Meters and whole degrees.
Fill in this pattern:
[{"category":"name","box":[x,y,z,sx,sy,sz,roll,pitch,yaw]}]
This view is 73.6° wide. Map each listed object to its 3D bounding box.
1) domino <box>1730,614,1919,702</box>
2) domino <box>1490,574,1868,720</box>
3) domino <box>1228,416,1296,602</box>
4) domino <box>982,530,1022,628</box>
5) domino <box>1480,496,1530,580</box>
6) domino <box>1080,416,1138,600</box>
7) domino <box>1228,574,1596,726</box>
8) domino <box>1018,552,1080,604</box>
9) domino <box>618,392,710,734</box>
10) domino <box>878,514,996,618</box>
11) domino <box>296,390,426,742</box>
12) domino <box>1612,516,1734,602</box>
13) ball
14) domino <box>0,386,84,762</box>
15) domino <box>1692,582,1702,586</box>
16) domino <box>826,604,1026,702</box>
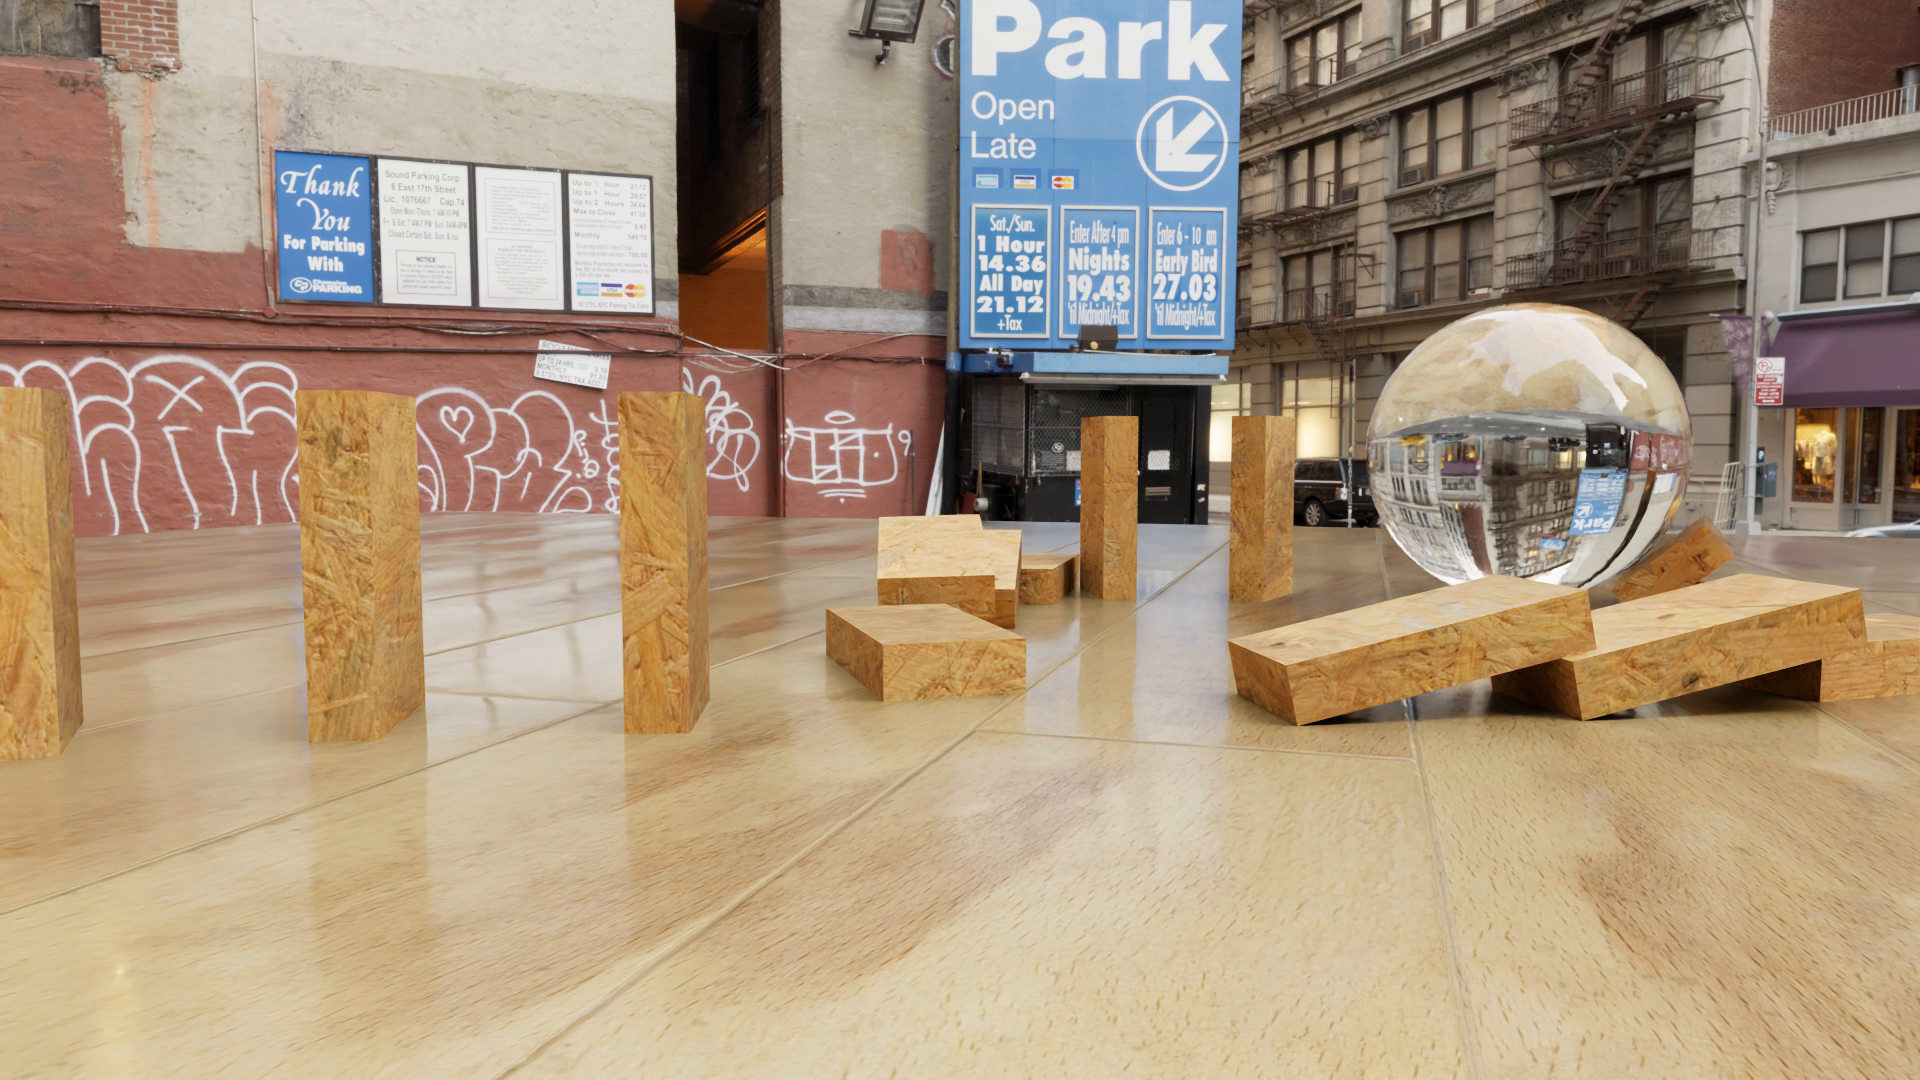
[{"category":"domino","box":[0.162,0.021,0.231,0.050,0.010,0.025,-1,5,-19]},{"category":"domino","box":[0.117,0.017,0.212,0.050,0.010,0.025,-13,6,-7]},{"category":"domino","box":[0.084,-0.009,0.356,0.010,0.050,0.025,3,5,32]},{"category":"domino","box":[0.002,0.009,0.320,0.025,0.010,0.050,0,16,4]},{"category":"domino","box":[0.171,0.000,0.405,0.010,0.025,0.050,1,5,18]},{"category":"domino","box":[0.042,-0.010,0.363,0.010,0.050,0.025,-1,4,-9]},{"category":"domino","box":[0.072,0.017,0.209,0.050,0.010,0.025,-13,6,-7]},{"category":"domino","box":[0.018,0.010,0.366,0.025,0.010,0.050,1,4,14]},{"category":"domino","box":[-0.045,0.003,0.199,0.009,0.050,0.025,0,4,-4]},{"category":"domino","box":[-0.006,0.005,0.298,0.025,0.010,0.050,-2,16,-3]},{"category":"domino","box":[-0.090,0.003,0.194,0.010,0.050,0.025,-1,4,-8]},{"category":"domino","box":[0.181,0.006,0.325,0.025,0.010,0.050,-44,-18,25]},{"category":"ball","box":[0.151,-0.023,0.344,0.080,0.080,0.080,0,4,0]},{"category":"domino","box":[-0.133,0.004,0.182,0.010,0.050,0.025,-2,5,-28]},{"category":"domino","box":[0.174,0.017,0.281,0.025,0.009,0.050,3,5,32]},{"category":"domino","box":[-0.008,0.020,0.239,0.025,0.010,0.050,-1,4,-17]}]
